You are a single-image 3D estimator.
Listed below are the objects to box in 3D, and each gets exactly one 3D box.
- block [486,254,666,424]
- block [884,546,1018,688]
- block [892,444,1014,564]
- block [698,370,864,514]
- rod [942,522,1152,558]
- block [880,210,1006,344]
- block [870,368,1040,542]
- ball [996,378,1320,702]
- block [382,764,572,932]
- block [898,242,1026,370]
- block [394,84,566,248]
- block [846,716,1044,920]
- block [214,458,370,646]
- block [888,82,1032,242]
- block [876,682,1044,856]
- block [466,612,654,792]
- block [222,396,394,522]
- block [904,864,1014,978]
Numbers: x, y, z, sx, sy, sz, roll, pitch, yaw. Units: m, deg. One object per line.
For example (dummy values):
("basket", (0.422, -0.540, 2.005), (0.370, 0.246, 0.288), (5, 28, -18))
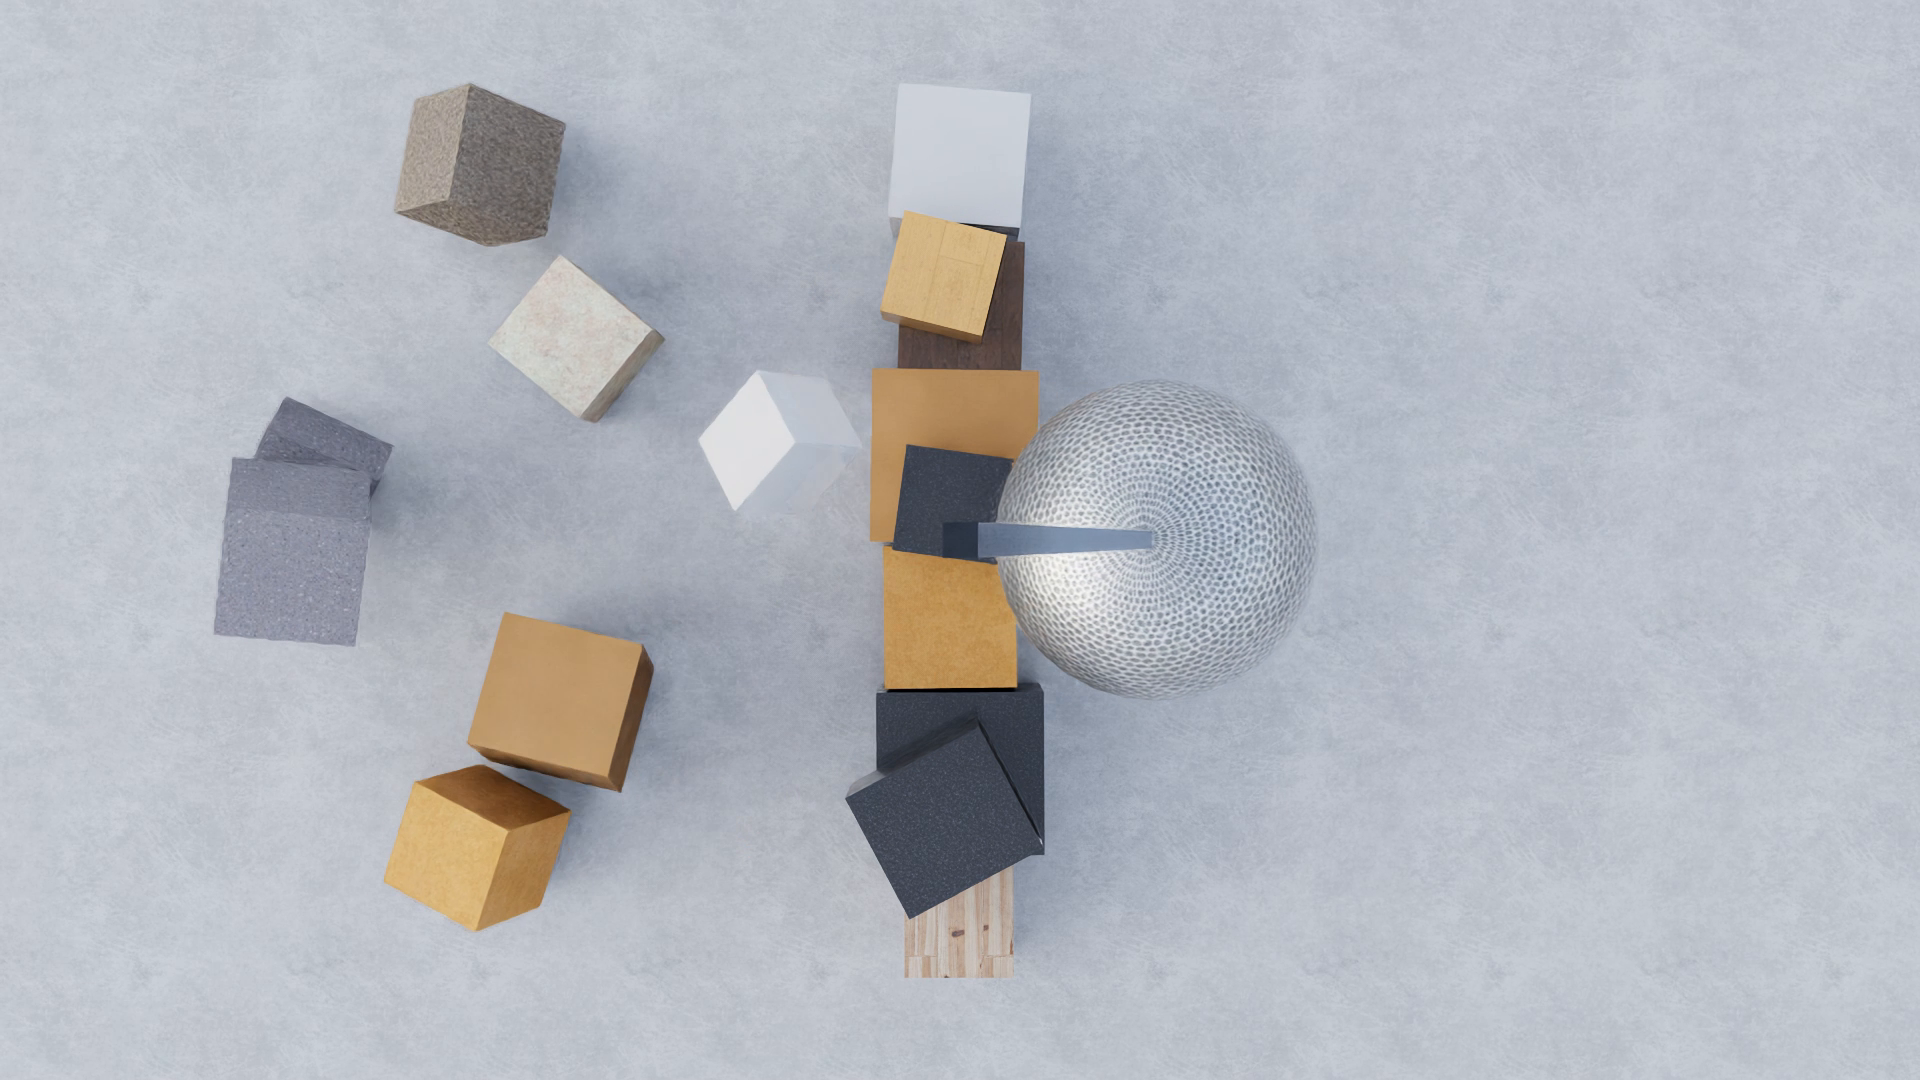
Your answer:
("block", (-2.203, -1.149, 12.699), (0.667, 0.601, 0.650), (39, 90, 0))
("block", (-0.055, 0.426, 12.612), (0.736, 0.776, 0.794), (-1, 90, 0))
("block", (-0.038, -0.188, 11.937), (0.572, 0.553, 0.567), (8, 90, 0))
("block", (-0.928, -0.497, 11.369), (0.551, 0.491, 0.474), (-46, 60, 31))
("rod", (0.421, 0.000, 7.503), (0.080, 5.200, 0.080), (0, 90, 9))
("block", (-0.090, -1.443, 12.149), (0.569, 0.540, 0.560), (14, 90, 0))
("block", (-0.031, -0.466, 12.606), (0.926, 0.787, 0.962), (1, 90, 0))
("ball", (0.971, 0.000, 10.858), (1.600, 1.600, 1.600), (0, 90, 0))
("block", (-2.742, 1.739, 12.518), (0.653, 0.659, 0.622), (24, 102, 19))
("block", (0.008, -1.326, 12.709), (0.698, 0.581, 0.738), (2, 90, 0))
("block", (-2.729, -2.117, 12.509), (0.649, 0.574, 0.676), (17, 77, -43))
("block", (-0.082, 1.483, 11.865), (0.795, 0.721, 0.719), (-28, 90, 0))
("block", (-3.606, 0.059, 11.895), (0.724, 0.794, 0.720), (6, 109, -18))
("block", (-0.003, -2.144, 12.627), (0.739, 0.745, 0.749), (5, 90, 0))
("block", (0.002, 1.301, 12.613), (0.933, 0.775, 0.907), (0, 90, 0))
("block", (-2.254, 0.935, 12.521), (0.792, 0.806, 0.755), (13, 77, 0))
("block", (-3.710, -0.325, 12.549), (0.662, 0.607, 0.618), (26, 106, -16))
("block", (-0.006, 2.100, 12.623), (0.607, 0.753, 0.676), (0, 90, 0))
